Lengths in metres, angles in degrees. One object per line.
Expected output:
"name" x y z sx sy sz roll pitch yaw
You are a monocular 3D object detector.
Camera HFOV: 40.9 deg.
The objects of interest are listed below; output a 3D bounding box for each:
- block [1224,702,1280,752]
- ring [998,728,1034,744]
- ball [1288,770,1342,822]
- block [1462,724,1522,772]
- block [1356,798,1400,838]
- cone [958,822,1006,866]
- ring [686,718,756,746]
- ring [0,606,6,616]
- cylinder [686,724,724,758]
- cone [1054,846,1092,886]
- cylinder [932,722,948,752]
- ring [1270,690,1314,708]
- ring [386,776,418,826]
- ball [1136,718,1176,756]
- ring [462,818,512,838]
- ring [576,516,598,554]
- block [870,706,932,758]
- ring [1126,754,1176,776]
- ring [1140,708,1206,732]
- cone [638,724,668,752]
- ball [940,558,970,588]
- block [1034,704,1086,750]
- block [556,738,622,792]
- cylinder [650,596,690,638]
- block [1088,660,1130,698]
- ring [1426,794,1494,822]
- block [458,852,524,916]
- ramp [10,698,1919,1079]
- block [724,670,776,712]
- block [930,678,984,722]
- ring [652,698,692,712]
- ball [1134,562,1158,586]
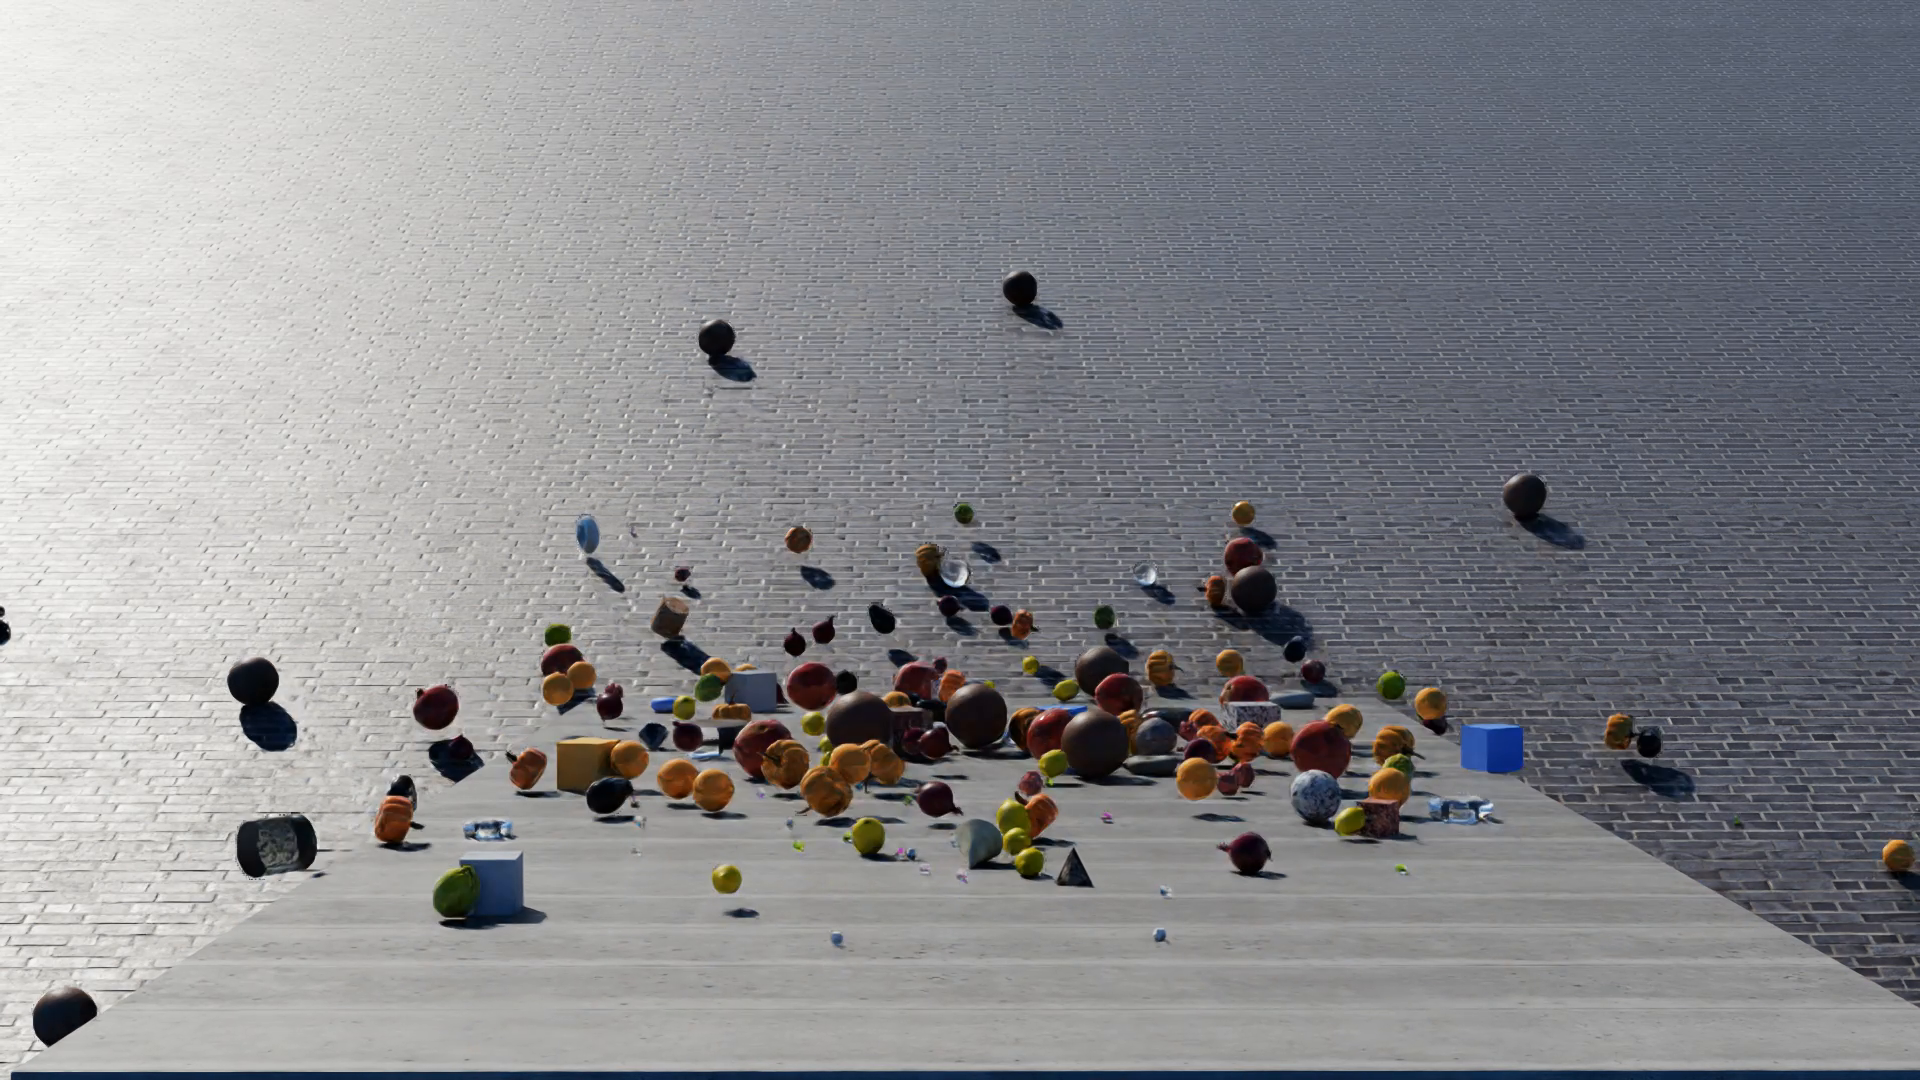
"block" 0.610 0.390 5.386 0.096 0.096 0.096 0 2 -10
"ring" 0.122 0.420 5.518 0.083 0.028 0.083 0 3 0
"ball" 0.594 0.428 4.305 0.088 0.088 0.088 0 25 0
"block" 1.041 0.406 5.042 0.084 0.084 0.084 -1 2 -25
"block" 0.675 0.449 4.164 0.054 0.054 0.054 1 2 28
"cone" 0.021 0.469 3.845 0.076 0.076 0.076 8 15 17
"ring" -0.510 0.410 5.501 0.149 0.050 0.149 1 1 0
"ring" -2.688 0.196 7.128 0.091 0.030 0.091 3 -7 0
"cylinder" -0.518 0.412 5.245 0.060 0.060 0.060 -19 30 -18
"cone" 0.162 0.464 3.687 0.053 0.053 0.053 0 2 0
"cylinder" -0.065 0.409 5.341 0.060 0.060 0.060 -1 22 -32
"ring" 0.814 0.390 6.322 0.110 0.037 0.110 -2 2 0
"ring" -1.323 0.629 6.112 0.048 0.143 0.143 -3 25 3
"ball" 0.396 0.401 5.216 0.081 0.081 0.081 0 25 0
"ring" -0.761 0.464 4.148 0.080 0.027 0.080 -1 2 0
"ring" -1.085 -0.015 7.508 0.037 0.111 0.111 -8 25 -29
"block" -0.122 0.394 5.285 0.094 0.094 0.094 -1 2 -32
"ring" 0.370 0.435 4.981 0.097 0.032 0.097 -1 2 0
"ring" 0.475 0.402 5.759 0.147 0.049 0.147 1 0 0
"cone" -0.636 0.425 5.372 0.062 0.062 0.062 -4 29 -9
"ball" -0.012 0.094 7.336 0.084 0.084 0.084 0 25 0
"block" 0.210 0.394 5.428 0.084 0.084 0.084 1 2 25
"block" -0.685 0.414 4.759 0.087 0.087 0.087 1 2 23
"cylinder" -0.793 0.212 7.043 0.082 0.082 0.082 25 22 -10
"block" 0.379 0.355 6.599 0.093 0.093 0.093 0 0 -7
"ring" 0.842 0.452 4.340 0.111 0.037 0.111 0 3 0
"block" -0.629 0.461 3.459 0.075 0.075 0.075 0 2 -2
"ramp" 0.057 0.514 4.555 2.000 0.100 4.000 0 2 0
"block" -0.509 0.366 6.258 0.090 0.090 0.090 -2 2 -43
"block" -0.006 0.372 6.024 0.093 0.093 0.093 1 2 27
"ring" -0.696 0.396 6.213 0.097 0.032 0.097 0 -2 0
"ball" 0.531 0.096 7.352 0.066 0.066 0.066 0 25 0
